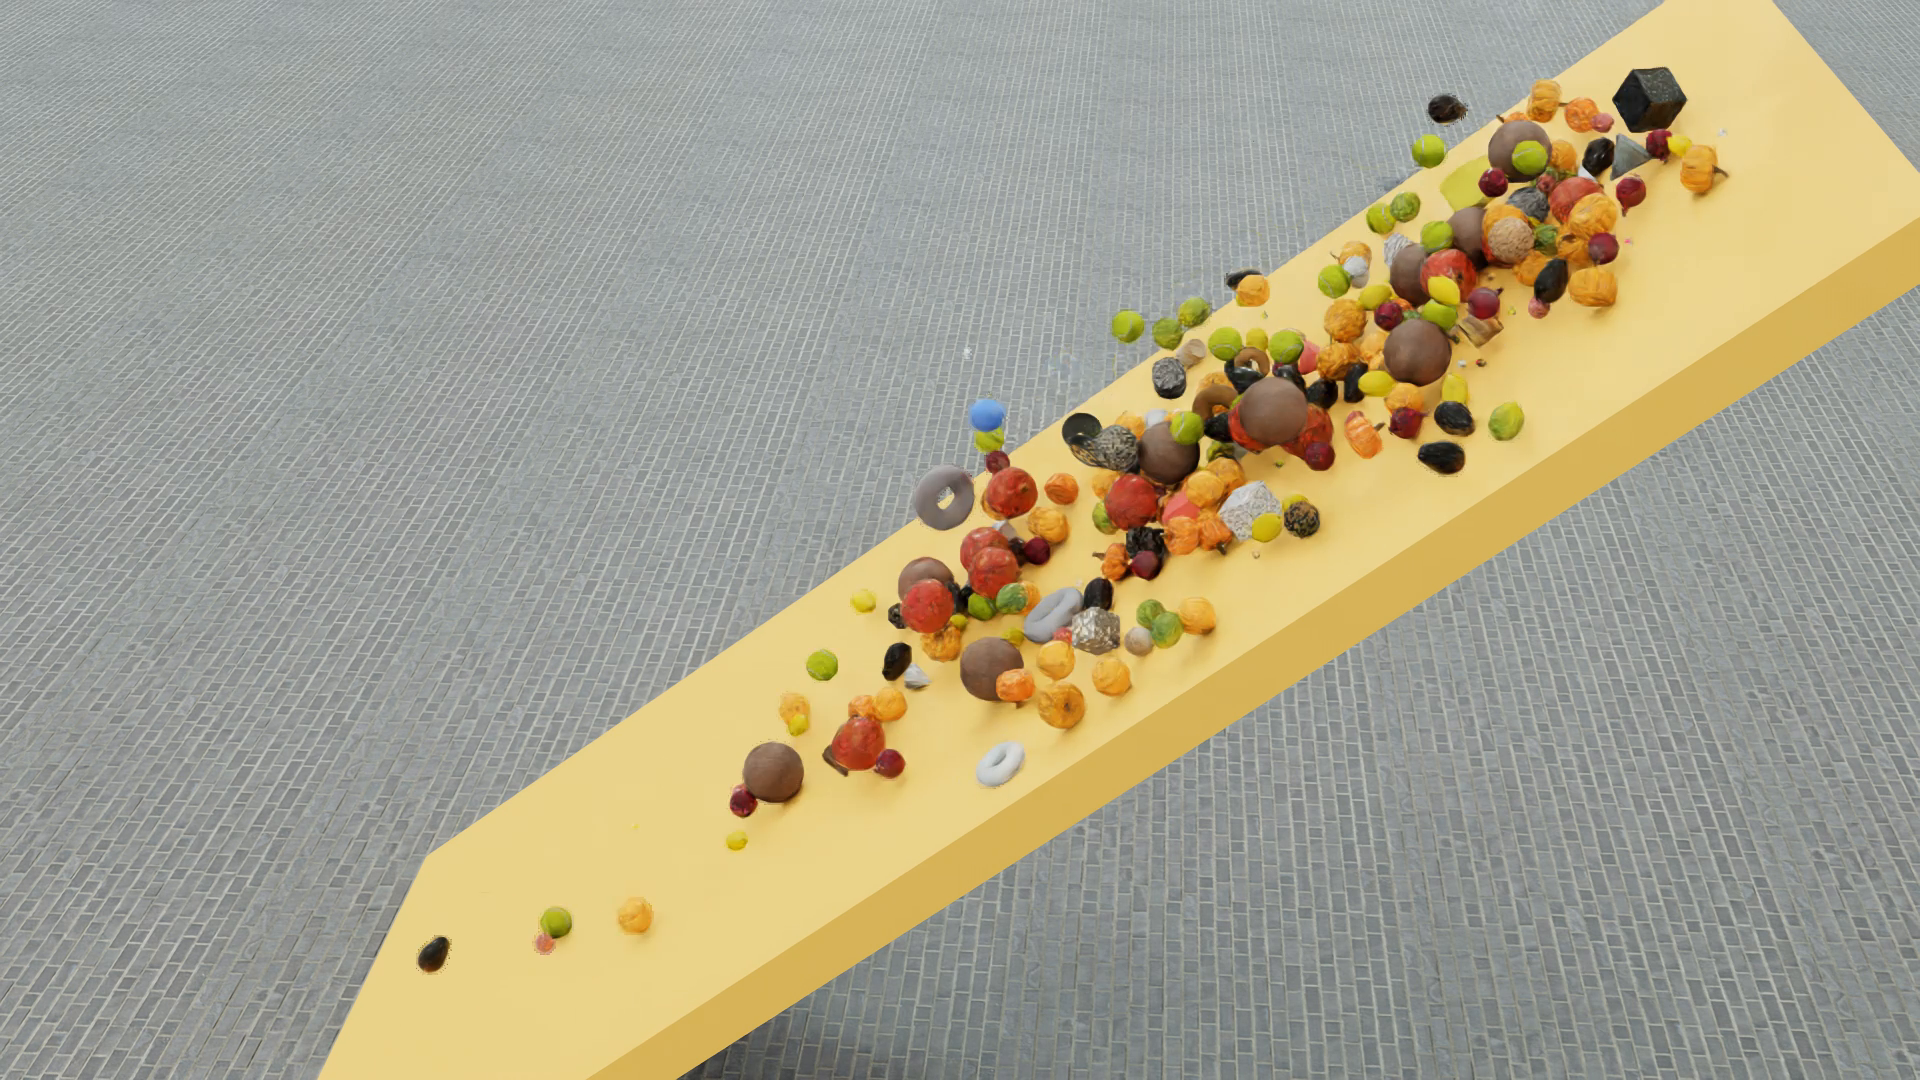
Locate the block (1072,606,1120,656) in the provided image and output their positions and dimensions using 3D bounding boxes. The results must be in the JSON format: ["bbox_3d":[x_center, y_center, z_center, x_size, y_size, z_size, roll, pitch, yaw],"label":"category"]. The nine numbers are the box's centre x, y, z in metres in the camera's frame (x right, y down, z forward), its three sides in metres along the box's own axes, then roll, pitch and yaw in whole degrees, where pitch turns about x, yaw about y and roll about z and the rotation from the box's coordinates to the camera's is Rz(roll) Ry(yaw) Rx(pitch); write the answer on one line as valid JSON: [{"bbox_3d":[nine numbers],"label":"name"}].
[{"bbox_3d":[0.262,0.176,5.666,0.065,0.065,0.065,20,-29,-33],"label":"block"}]

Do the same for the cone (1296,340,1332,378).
[{"bbox_3d":[0.725,-0.365,6.138,0.075,0.075,0.075,34,20,-14],"label":"cone"}]

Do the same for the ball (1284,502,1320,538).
[{"bbox_3d":[0.635,-0.038,5.463,0.068,0.068,0.068,0,23,0],"label":"ball"}]

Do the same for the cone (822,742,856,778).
[{"bbox_3d":[-0.244,0.469,6.110,0.072,0.072,0.072,-6,43,-13],"label":"cone"}]

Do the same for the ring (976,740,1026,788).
[{"bbox_3d":[0.077,0.419,5.503,0.109,0.036,0.109,-32,23,15],"label":"ring"}]

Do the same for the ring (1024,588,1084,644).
[{"bbox_3d":[0.191,0.153,5.978,0.146,0.049,0.146,-35,17,13],"label":"ring"}]

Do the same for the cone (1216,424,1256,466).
[{"bbox_3d":[0.556,-0.213,6.108,0.082,0.082,0.082,-36,16,12],"label":"cone"}]

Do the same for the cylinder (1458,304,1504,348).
[{"bbox_3d":[0.996,-0.409,5.625,0.063,0.063,0.063,-39,25,6],"label":"cylinder"}]

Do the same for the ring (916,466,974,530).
[{"bbox_3d":[-0.034,-0.095,6.661,0.150,0.150,0.050,-12,18,-27],"label":"ring"}]

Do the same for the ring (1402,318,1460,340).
[{"bbox_3d":[0.933,-0.419,5.825,0.111,0.037,0.111,-1,8,0],"label":"ring"}]

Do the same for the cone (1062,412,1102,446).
[{"bbox_3d":[0.282,-0.238,6.875,0.095,0.095,0.095,-1,-16,-2],"label":"cone"}]

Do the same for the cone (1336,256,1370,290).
[{"bbox_3d":[0.814,-0.559,6.214,0.072,0.072,0.072,-17,28,-40],"label":"cone"}]

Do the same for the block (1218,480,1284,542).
[{"bbox_3d":[0.561,-0.056,5.668,0.076,0.076,0.076,-22,23,47],"label":"block"}]

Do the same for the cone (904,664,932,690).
[{"bbox_3d":[-0.079,0.296,6.234,0.057,0.057,0.057,13,26,37],"label":"cone"}]

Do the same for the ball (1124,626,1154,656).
[{"bbox_3d":[0.336,0.191,5.527,0.056,0.056,0.056,0,23,0],"label":"ball"}]

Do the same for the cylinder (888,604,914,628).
[{"bbox_3d":[-0.134,0.171,6.626,0.054,0.054,0.054,-2,3,-5],"label":"cylinder"}]

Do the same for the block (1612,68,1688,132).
[{"bbox_3d":[1.395,-0.891,5.953,0.090,0.090,0.090,-7,58,-25],"label":"block"}]

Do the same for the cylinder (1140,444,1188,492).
[{"bbox_3d":[0.429,-0.152,6.174,0.079,0.079,0.079,23,28,10],"label":"cylinder"}]

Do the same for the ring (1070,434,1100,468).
[{"bbox_3d":[0.291,-0.202,6.651,0.098,0.098,0.033,18,62,36],"label":"ring"}]

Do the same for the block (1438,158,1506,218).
[{"bbox_3d":[1.072,-0.739,6.161,0.083,0.083,0.083,-21,76,-43],"label":"block"}]

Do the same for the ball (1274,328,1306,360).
[{"bbox_3d":[0.715,-0.423,6.357,0.072,0.072,0.072,0,23,0],"label":"ball"}]

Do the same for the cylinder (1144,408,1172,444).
[{"bbox_3d":[0.438,-0.252,6.495,0.055,0.055,0.055,-2,52,-5],"label":"cylinder"}]

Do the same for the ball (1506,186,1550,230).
[{"bbox_3d":[1.162,-0.679,6.023,0.088,0.088,0.088,0,23,0],"label":"ball"}]

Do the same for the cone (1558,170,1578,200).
[{"bbox_3d":[1.273,-0.736,6.038,0.066,0.066,0.066,-14,25,-8],"label":"cone"}]

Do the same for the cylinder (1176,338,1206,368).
[{"bbox_3d":[0.535,-0.433,6.812,0.052,0.052,0.052,-22,-10,-41],"label":"cylinder"}]

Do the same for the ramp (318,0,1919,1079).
[{"bbox_3d":[0.128,0.179,6.323,4.000,0.100,2.000,-34,16,17],"label":"ramp"}]

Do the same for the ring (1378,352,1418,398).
[{"bbox_3d":[0.853,-0.322,5.728,0.088,0.088,0.029,-8,0,-19],"label":"ring"}]

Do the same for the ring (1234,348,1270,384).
[{"bbox_3d":[0.630,-0.377,6.348,0.080,0.080,0.027,4,21,10],"label":"ring"}]

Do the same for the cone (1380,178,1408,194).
[{"bbox_3d":[1.096,-0.892,7.382,0.064,0.064,0.064,-27,10,27],"label":"cone"}]

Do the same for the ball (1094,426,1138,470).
[{"bbox_3d":[0.316,-0.187,5.958,0.093,0.093,0.093,0,23,0],"label":"ball"}]

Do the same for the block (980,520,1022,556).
[{"bbox_3d":[0.093,-0.002,6.618,0.057,0.057,0.057,-44,16,-18],"label":"block"}]

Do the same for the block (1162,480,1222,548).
[{"bbox_3d":[0.464,-0.051,5.861,0.080,0.080,0.080,-34,16,31],"label":"block"}]

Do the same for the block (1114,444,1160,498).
[{"bbox_3d":[0.393,-0.148,6.299,0.077,0.077,0.077,-46,16,-10],"label":"block"}]

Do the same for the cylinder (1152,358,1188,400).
[{"bbox_3d":[0.435,-0.335,6.114,0.069,0.069,0.069,4,-17,10],"label":"cylinder"}]

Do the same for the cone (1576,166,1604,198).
[{"bbox_3d":[1.259,-0.728,5.925,0.062,0.062,0.062,-19,-3,-1],"label":"cone"}]

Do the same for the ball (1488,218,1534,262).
[{"bbox_3d":[1.069,-0.582,5.710,0.088,0.088,0.088,0,23,0],"label":"ball"}]

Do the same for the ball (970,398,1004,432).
[{"bbox_3d":[0.060,-0.284,6.687,0.079,0.079,0.079,0,23,0],"label":"ball"}]

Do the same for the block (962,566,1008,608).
[{"bbox_3d":[0.054,0.103,6.407,0.060,0.060,0.060,-22,23,46],"label":"block"}]

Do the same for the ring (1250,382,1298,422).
[{"bbox_3d":[0.656,-0.291,6.166,0.118,0.039,0.118,-35,6,4],"label":"ring"}]

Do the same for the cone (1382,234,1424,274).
[{"bbox_3d":[0.980,-0.628,6.385,0.088,0.088,0.088,-17,28,-41],"label":"cone"}]

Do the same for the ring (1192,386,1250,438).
[{"bbox_3d":[0.549,-0.267,6.178,0.128,0.128,0.043,8,37,19],"label":"ring"}]

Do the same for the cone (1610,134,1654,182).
[{"bbox_3d":[1.315,-0.747,5.838,0.087,0.087,0.087,28,21,-12],"label":"cone"}]

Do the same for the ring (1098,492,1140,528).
[{"bbox_3d":[0.340,-0.063,6.270,0.102,0.034,0.102,-35,16,12],"label":"ring"}]
